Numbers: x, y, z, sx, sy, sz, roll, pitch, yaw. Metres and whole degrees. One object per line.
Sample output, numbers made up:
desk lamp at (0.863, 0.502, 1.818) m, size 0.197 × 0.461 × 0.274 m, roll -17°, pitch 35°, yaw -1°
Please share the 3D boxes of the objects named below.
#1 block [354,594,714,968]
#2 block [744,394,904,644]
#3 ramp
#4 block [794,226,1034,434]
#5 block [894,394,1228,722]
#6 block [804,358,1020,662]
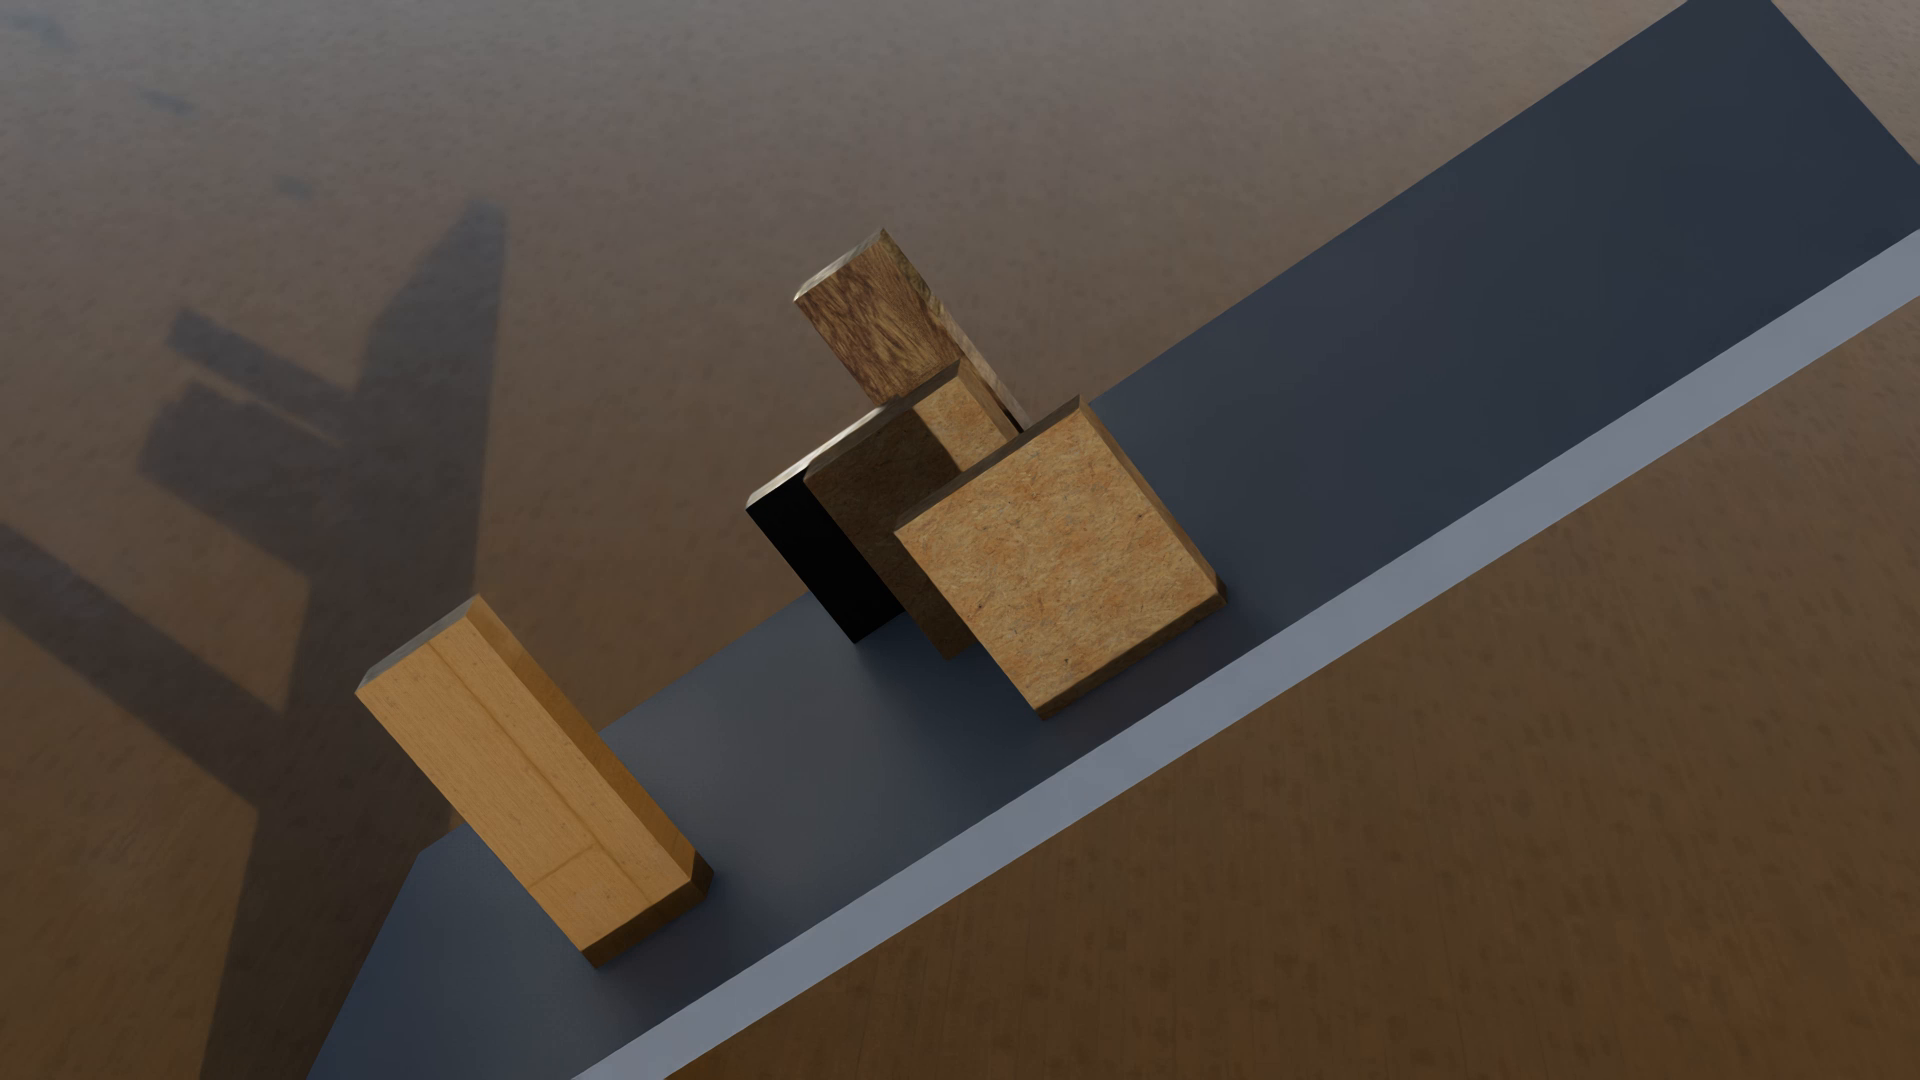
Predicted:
block at (-0.861, 0.497, 5.995) m, size 0.294 × 0.768 × 0.114 m, roll -34°, pitch 16°, yaw 16°
block at (-0.193, -0.045, 6.719) m, size 0.427 × 0.410 × 0.091 m, roll -34°, pitch 16°, yaw 16°
ramp at (0.131, 0.177, 6.317) m, size 4.000 × 0.100 × 2.000 m, roll -34°, pitch 16°, yaw 16°
block at (-0.078, -0.381, 6.907) m, size 0.247 × 0.682 × 0.117 m, roll -34°, pitch 16°, yaw 16°
block at (0.190, 0.037, 5.506) m, size 0.424 × 0.473 × 0.081 m, roll -34°, pitch 16°, yaw 16°
block at (-0.013, -0.061, 6.188) m, size 0.401 × 0.501 × 0.119 m, roll -34°, pitch 16°, yaw 16°
